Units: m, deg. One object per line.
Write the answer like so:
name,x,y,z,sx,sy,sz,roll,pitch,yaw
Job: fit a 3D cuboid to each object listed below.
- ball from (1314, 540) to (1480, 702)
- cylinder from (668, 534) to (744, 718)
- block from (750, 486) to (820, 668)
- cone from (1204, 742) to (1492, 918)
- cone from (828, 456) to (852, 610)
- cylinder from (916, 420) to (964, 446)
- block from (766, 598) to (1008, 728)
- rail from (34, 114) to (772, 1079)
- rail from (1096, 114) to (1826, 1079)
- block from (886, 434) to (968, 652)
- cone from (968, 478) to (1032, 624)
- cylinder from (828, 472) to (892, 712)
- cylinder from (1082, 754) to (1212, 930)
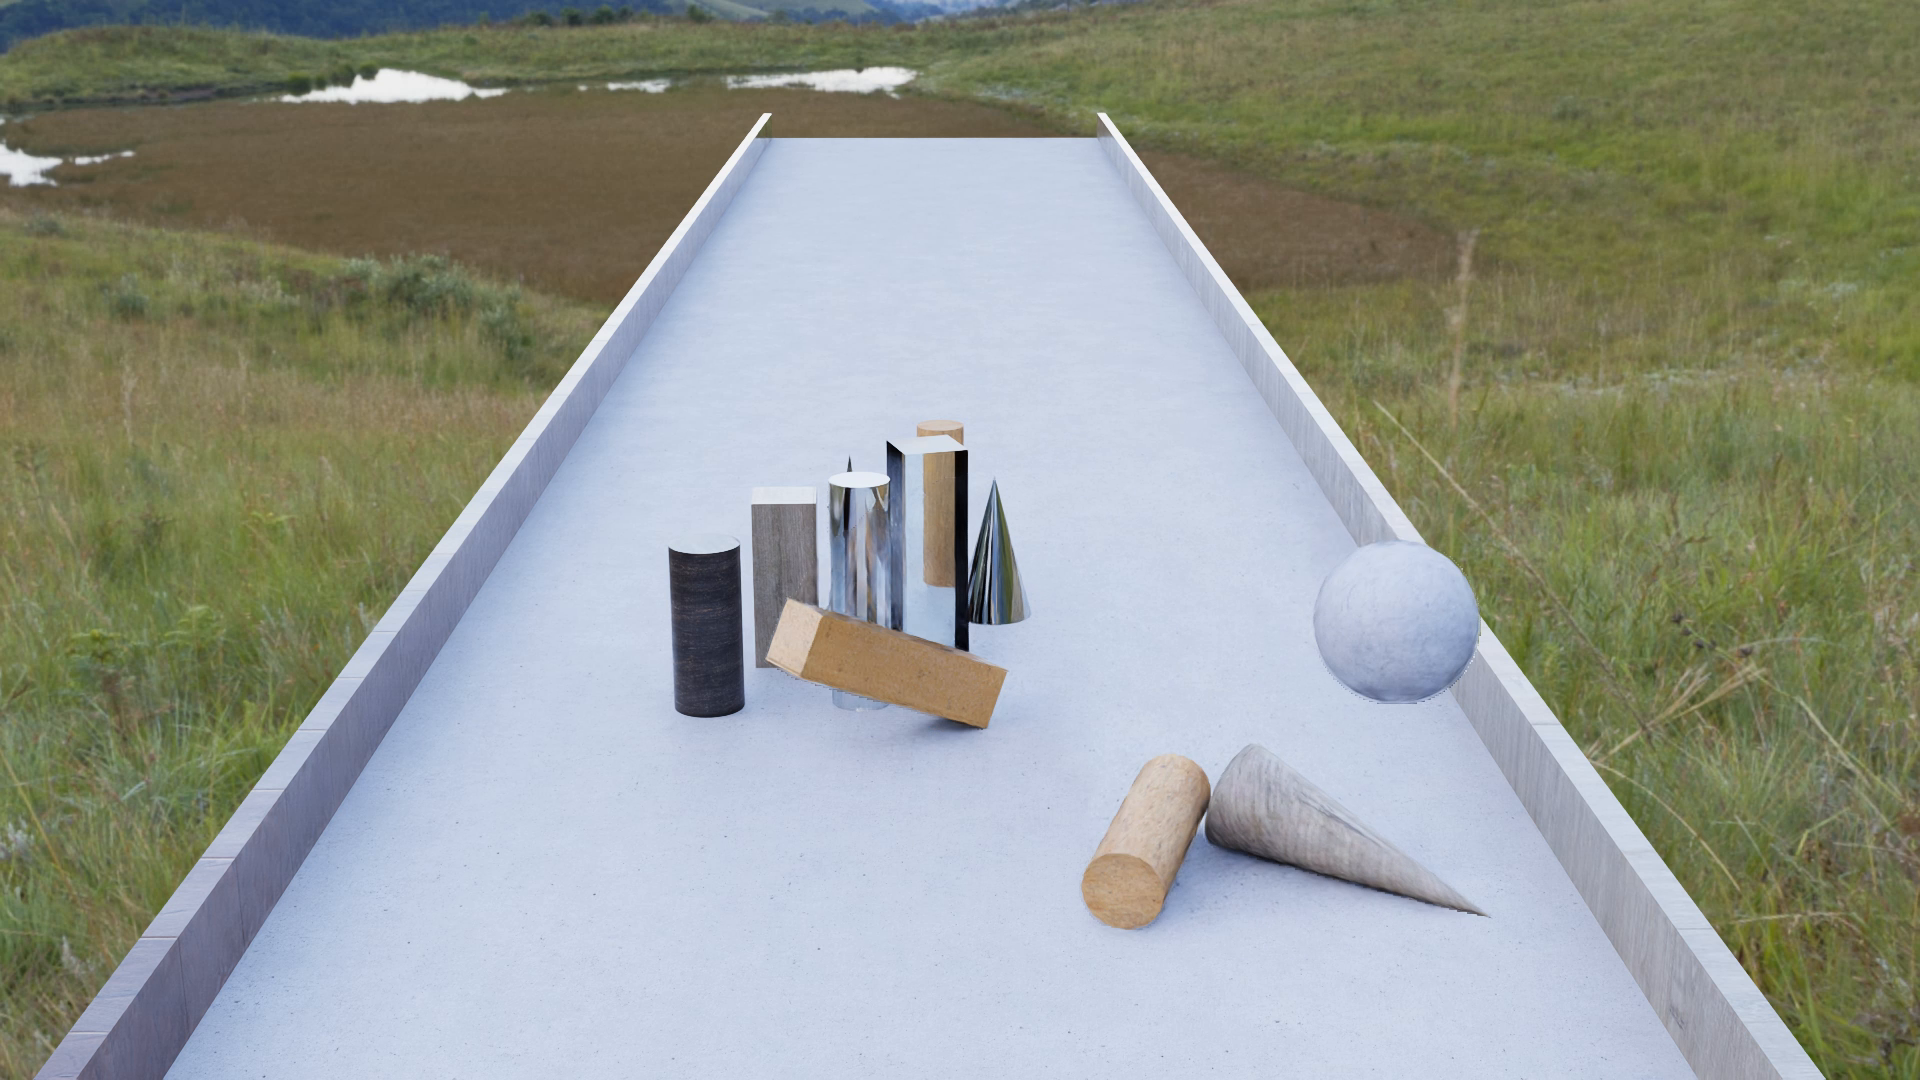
ball,0.640,0.119,3.229,0.239,0.239,0.239,0,17,0
cylinder,-0.475,0.160,4.127,0.133,0.321,0.133,0,17,0
block,-0.346,0.074,4.386,0.126,0.338,0.126,-1,17,-2
cone,0.624,0.490,3.426,0.459,0.179,0.179,24,27,31
cone,-0.232,-0.014,4.661,0.106,0.350,0.106,0,17,0
cylinder,-0.044,-0.088,4.914,0.103,0.347,0.103,0,17,0
block,-0.127,0.225,3.962,0.440,0.115,0.115,19,2,-39
rail,-1.118,-0.838,7.780,0.050,0.150,12.000,0,17,-1
rail,0.932,-0.844,7.801,0.050,0.150,12.000,0,17,-1
block,-0.065,0.025,4.368,0.128,0.442,0.128,-5,17,-18
cone,0.073,0.011,4.659,0.160,0.303,0.160,0,17,0
cylinder,-0.186,0.098,4.132,0.113,0.437,0.113,0,17,0
cylinder,0.295,0.464,3.432,0.125,0.125,0.382,5,18,16
